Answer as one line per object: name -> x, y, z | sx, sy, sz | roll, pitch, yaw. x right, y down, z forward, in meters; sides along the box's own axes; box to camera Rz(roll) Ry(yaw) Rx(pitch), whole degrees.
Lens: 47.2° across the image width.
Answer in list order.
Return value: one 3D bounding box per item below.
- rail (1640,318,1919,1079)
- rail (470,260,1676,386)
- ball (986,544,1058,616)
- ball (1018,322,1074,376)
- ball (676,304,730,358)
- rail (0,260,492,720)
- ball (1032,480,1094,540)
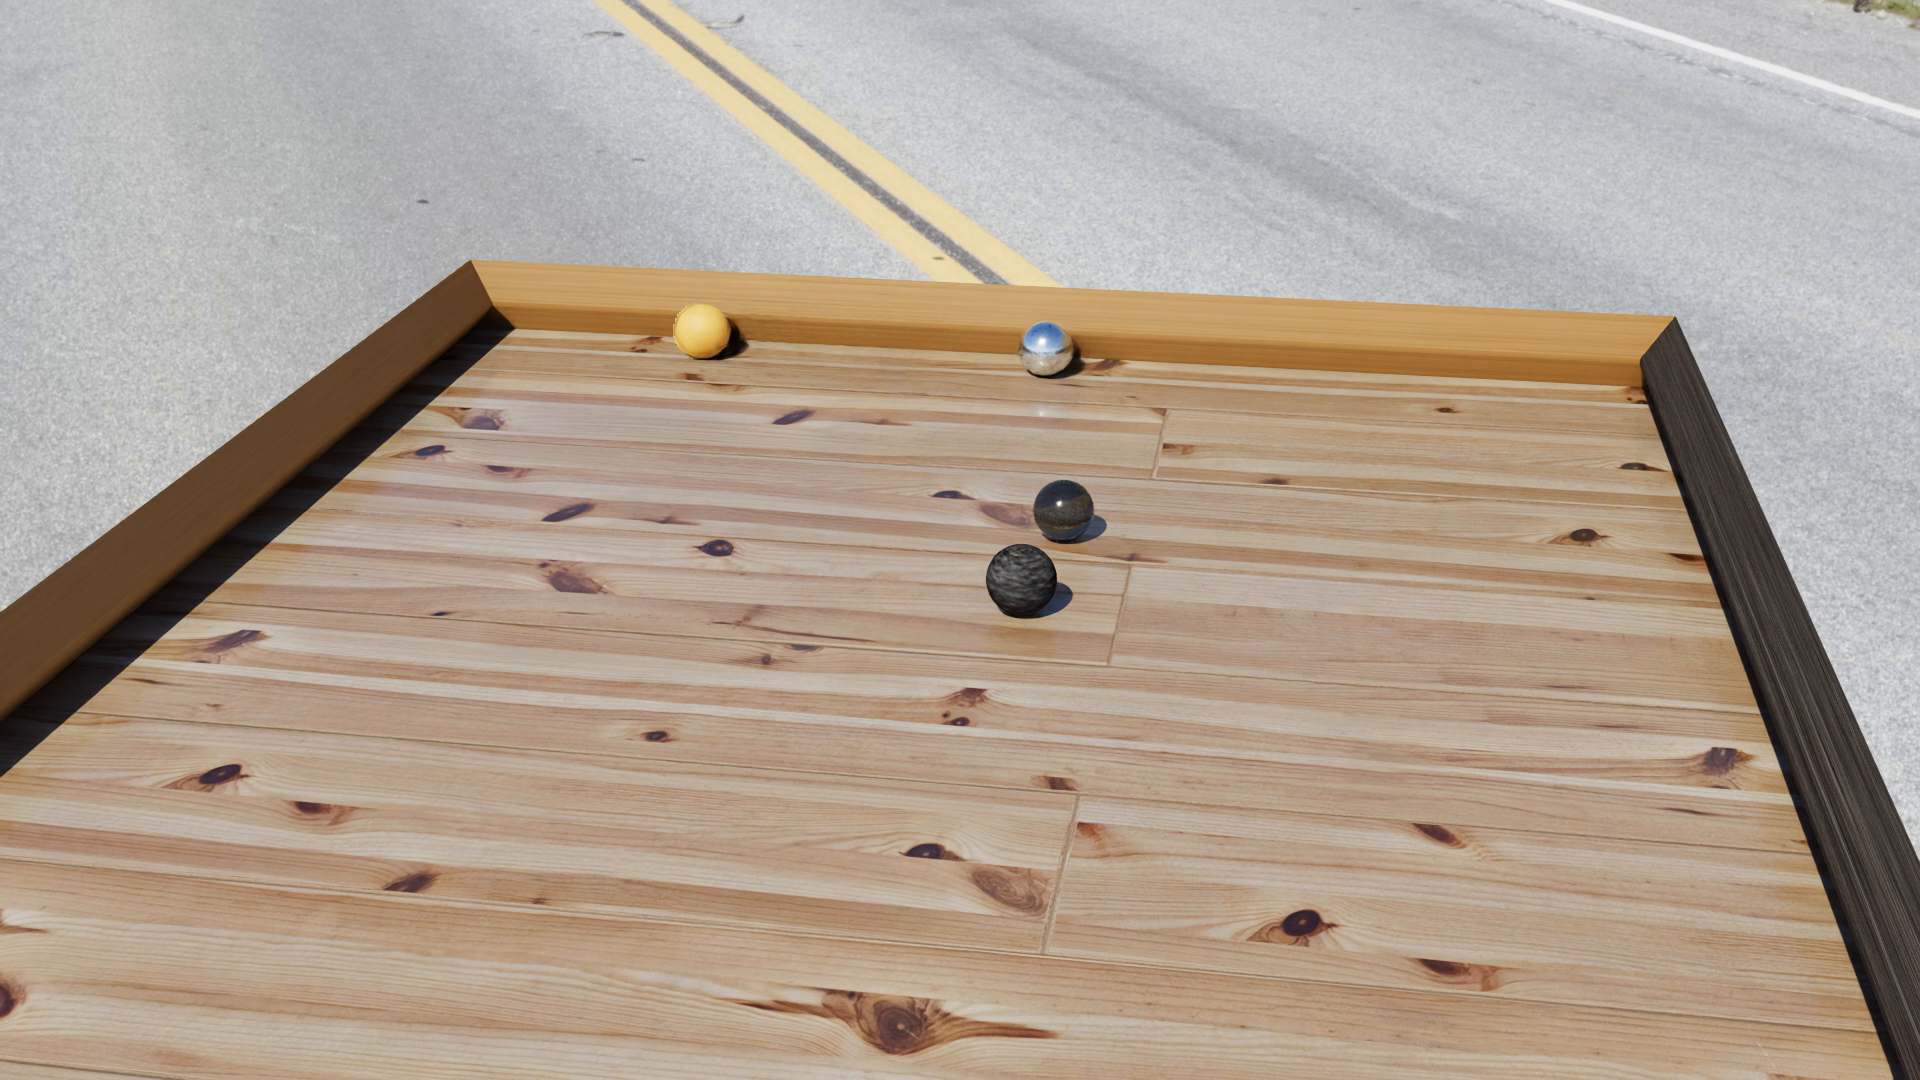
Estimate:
rail -> 0.667, 0.324, 1.541 | 0.045, 0.097, 2.936 | 4, 23, 9
rail -> 0.115, -0.289, 2.970 | 1.641, 0.097, 0.045 | 4, 23, 9
ball -> 0.063, 0.040, 2.236 | 0.073, 0.073, 0.073 | 0, 23, 0
ball -> 0.115, -0.254, 2.921 | 0.073, 0.073, 0.073 | 0, 23, 0
ball -> -0.349, -0.284, 2.990 | 0.074, 0.074, 0.074 | 0, 23, 0
rail -> -0.906, 0.222, 1.779 | 0.045, 0.097, 2.936 | 4, 23, 9
ball -> 0.114, -0.033, 2.412 | 0.067, 0.067, 0.067 | 0, 23, 0
